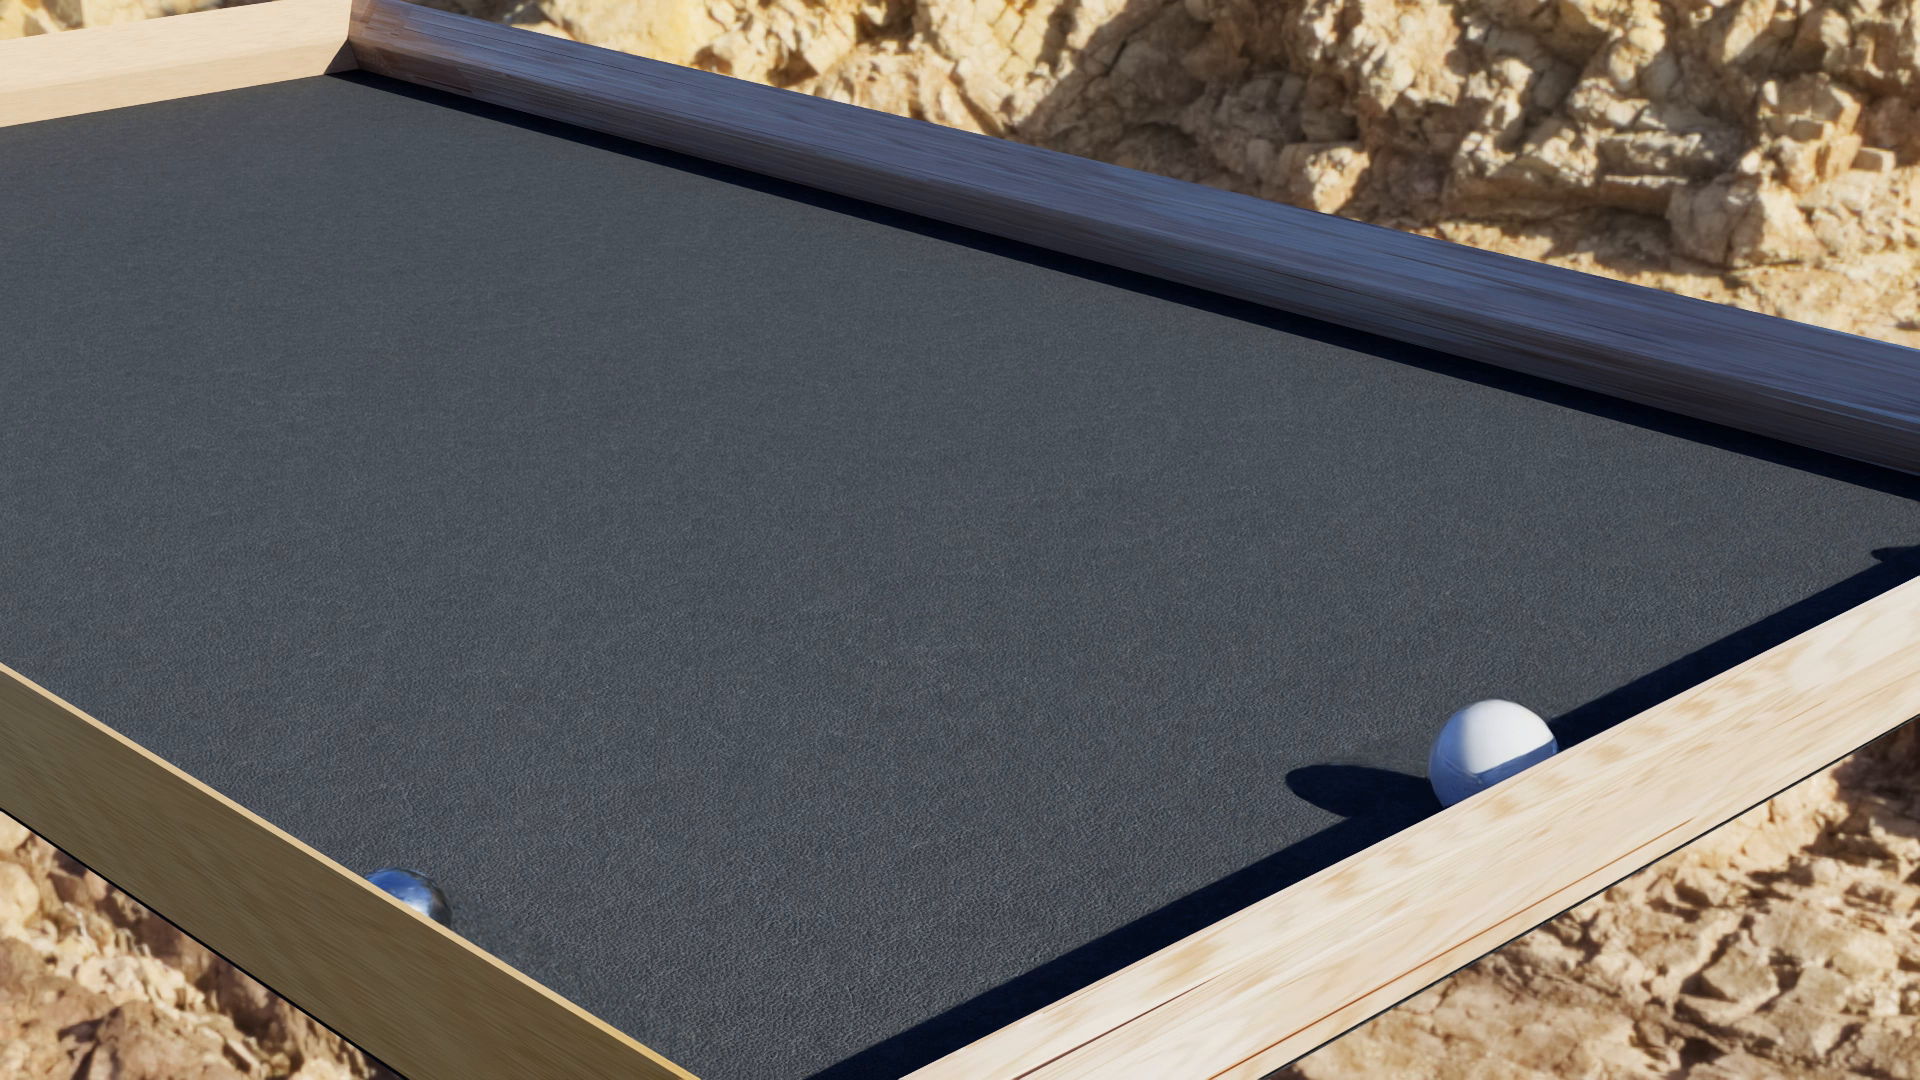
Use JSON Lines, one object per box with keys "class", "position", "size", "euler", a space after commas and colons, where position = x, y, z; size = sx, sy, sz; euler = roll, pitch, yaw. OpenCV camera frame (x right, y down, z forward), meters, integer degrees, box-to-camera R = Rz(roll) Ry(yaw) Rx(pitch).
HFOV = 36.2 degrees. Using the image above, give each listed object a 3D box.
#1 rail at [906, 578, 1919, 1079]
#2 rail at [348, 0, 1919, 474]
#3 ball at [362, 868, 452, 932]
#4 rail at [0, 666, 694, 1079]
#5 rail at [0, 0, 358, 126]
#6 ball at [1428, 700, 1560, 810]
{"class": "rail", "position": [0.528, 0.160, 2.187], "size": [1.764, 0.128, 0.045], "euler": [-19, 27, -40]}
{"class": "rail", "position": [0.074, -0.441, 3.789], "size": [0.045, 0.128, 3.144], "euler": [-19, 27, -40]}
{"class": "ball", "position": [-0.384, 0.261, 1.995], "size": [0.076, 0.076, 0.076], "euler": [0, 21, 0]}
{"class": "rail", "position": [-1.163, -0.023, 2.675], "size": [0.045, 0.128, 3.144], "euler": [-19, 27, -40]}
{"class": "rail", "position": [-1.618, -0.624, 4.277], "size": [1.764, 0.128, 0.045], "euler": [-19, 27, -40]}
{"class": "ball", "position": [0.401, 0.169, 2.207], "size": [0.099, 0.099, 0.099], "euler": [0, 21, 0]}
